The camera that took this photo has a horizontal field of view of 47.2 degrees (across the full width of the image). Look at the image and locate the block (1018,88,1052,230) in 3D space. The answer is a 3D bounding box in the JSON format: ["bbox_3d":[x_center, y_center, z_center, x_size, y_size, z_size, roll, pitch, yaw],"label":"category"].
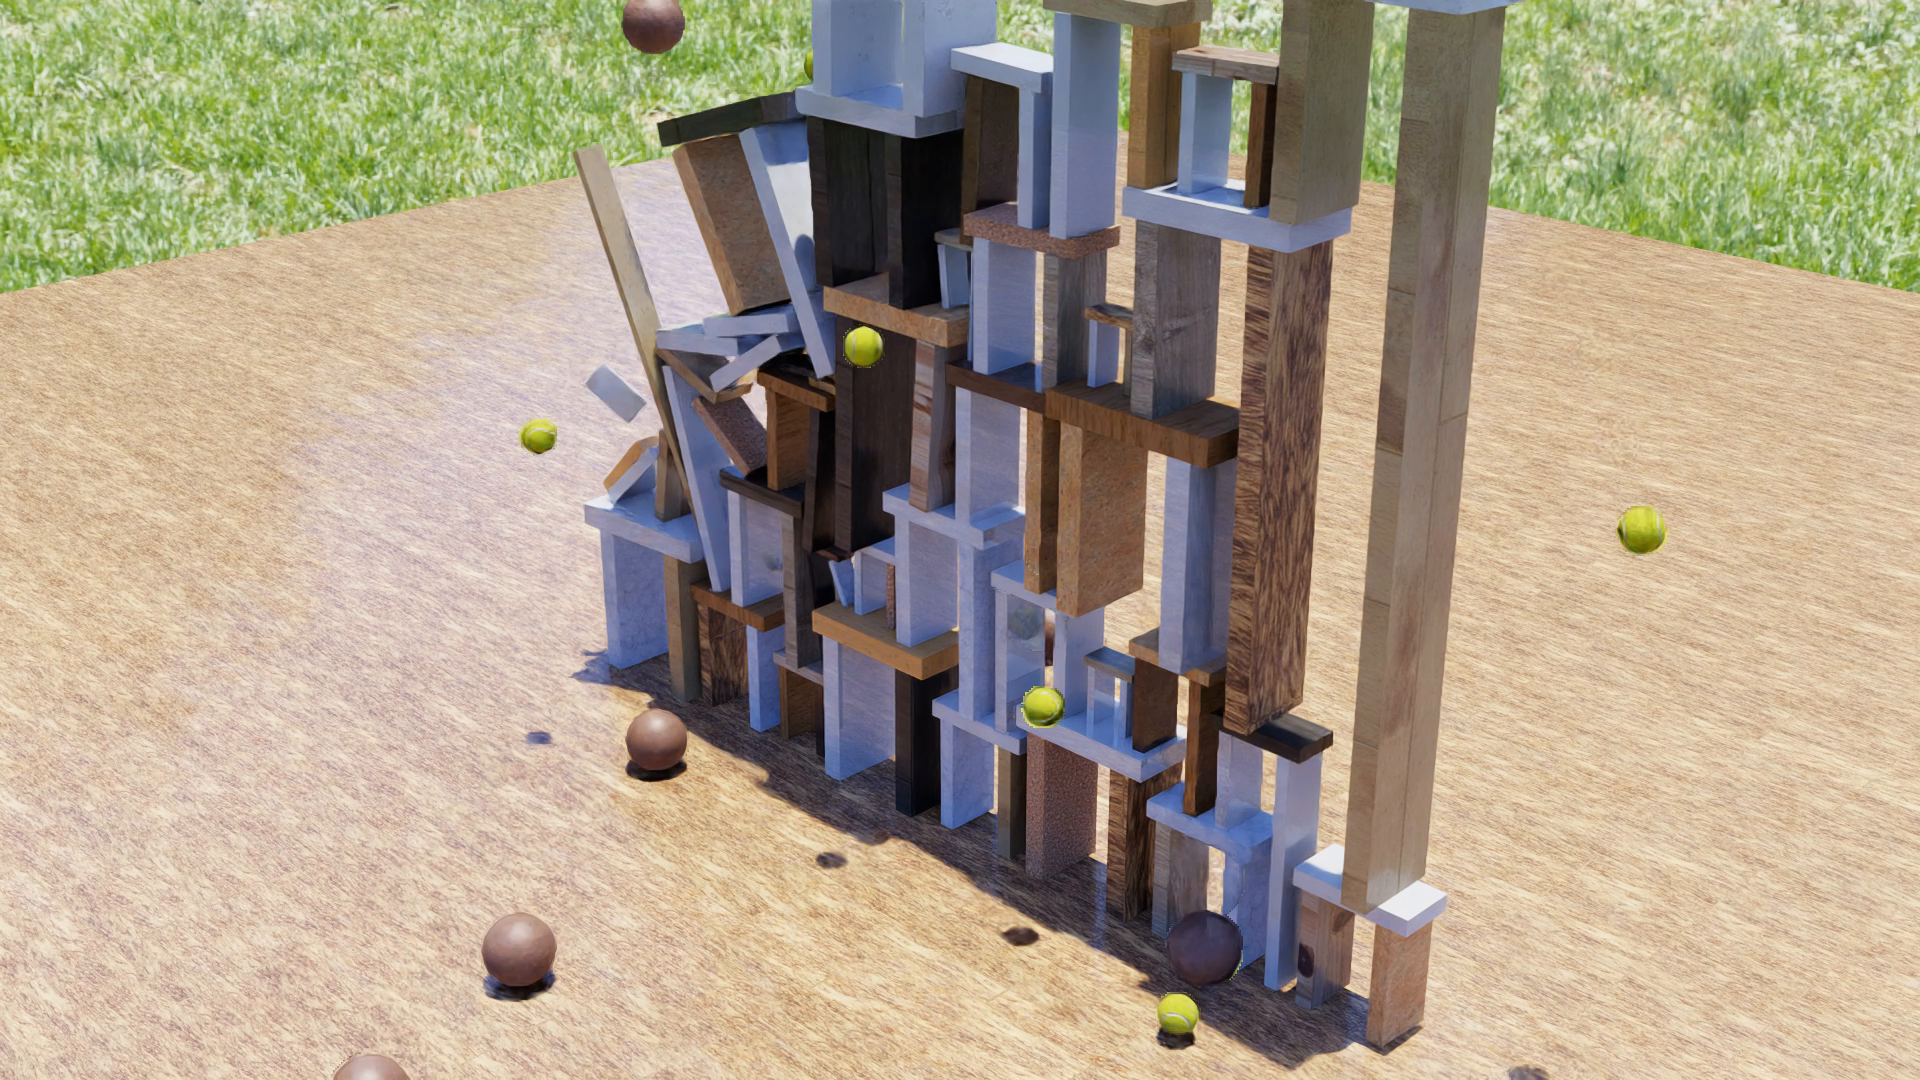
[{"bbox_3d":[0.153,-0.663,3.778,0.033,0.236,0.118,21,31,40],"label":"block"}]

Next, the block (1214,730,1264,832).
[{"bbox_3d":[0.492,0.408,3.863,0.027,0.191,0.095,20,30,41],"label":"block"}]

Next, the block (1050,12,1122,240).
[{"bbox_3d":[0.210,-0.702,3.693,0.037,0.375,0.129,20,30,39],"label":"block"}]

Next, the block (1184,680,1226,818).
[{"bbox_3d":[0.440,0.355,3.891,0.092,0.267,0.026,-21,31,-41],"label":"block"}]

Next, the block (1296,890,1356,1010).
[{"bbox_3d":[0.639,0.693,3.831,0.033,0.232,0.116,21,31,41],"label":"block"}]

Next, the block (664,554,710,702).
[{"bbox_3d":[-0.569,0.171,4.912,0.049,0.348,0.174,21,31,41],"label":"block"}]

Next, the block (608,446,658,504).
[{"bbox_3d":[-0.689,-0.156,4.892,0.109,0.031,0.219,-22,-11,-41],"label":"block"}]

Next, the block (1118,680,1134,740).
[{"bbox_3d":[0.315,0.299,4.006,0.058,0.116,0.016,-21,31,-41],"label":"block"}]

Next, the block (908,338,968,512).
[{"bbox_3d":[-0.012,-0.233,4.138,0.168,0.337,0.048,-21,36,-40],"label":"block"}]

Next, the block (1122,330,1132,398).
[{"bbox_3d":[0.307,-0.308,3.764,0.017,0.121,0.060,23,32,40],"label":"block"}]

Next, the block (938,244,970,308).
[{"bbox_3d":[-0.011,-0.486,4.022,0.017,0.117,0.058,8,19,41],"label":"block"}]

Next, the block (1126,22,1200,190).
[{"bbox_3d":[0.329,-0.708,3.557,0.037,0.258,0.129,21,31,39],"label":"block"}]

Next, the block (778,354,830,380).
[{"bbox_3d":[-0.295,-0.347,4.395,0.066,0.019,0.132,-21,26,-41],"label":"block"}]

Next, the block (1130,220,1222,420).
[{"bbox_3d":[0.361,-0.384,3.671,0.047,0.333,0.167,21,31,41],"label":"block"}]

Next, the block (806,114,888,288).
[{"bbox_3d":[-0.207,-0.655,4.168,0.045,0.320,0.160,18,29,41],"label":"block"}]

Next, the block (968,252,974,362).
[{"bbox_3d":[0.043,-0.426,3.994,0.017,0.199,0.059,20,27,39],"label":"block"}]

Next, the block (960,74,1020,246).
[{"bbox_3d":[0.057,-0.683,3.910,0.033,0.306,0.118,19,25,37],"label":"block"}]

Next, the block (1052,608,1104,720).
[{"bbox_3d":[0.220,0.217,4.077,0.030,0.211,0.105,22,31,40],"label":"block"}]

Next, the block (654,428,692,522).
[{"bbox_3d":[-0.612,-0.154,4.822,0.031,0.219,0.109,31,37,35],"label":"block"}]

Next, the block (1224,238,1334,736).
[{"bbox_3d":[0.524,-0.089,3.634,0.047,0.848,0.167,20,30,39],"label":"block"}]

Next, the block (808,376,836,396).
[{"bbox_3d":[-0.231,-0.306,4.343,0.066,0.019,0.132,-20,31,-39],"label":"block"}]

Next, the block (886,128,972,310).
[{"bbox_3d":[-0.054,-0.593,4.020,0.160,0.320,0.045,-17,28,-33],"label":"block"}]

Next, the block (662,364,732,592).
[{"bbox_3d":[-0.540,-0.143,4.746,0.029,0.501,0.102,0,16,45],"label":"block"}]

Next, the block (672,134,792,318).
[{"bbox_3d":[-0.439,-0.640,4.444,0.176,0.353,0.050,-20,-2,-39],"label":"block"}]

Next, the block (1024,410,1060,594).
[{"bbox_3d":[0.178,-0.084,3.993,0.037,0.350,0.132,21,31,40],"label":"block"}]

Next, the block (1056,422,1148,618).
[{"bbox_3d":[0.255,-0.058,3.921,0.051,0.359,0.180,22,31,40],"label":"block"}]

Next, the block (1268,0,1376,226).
[{"bbox_3d":[0.552,-0.670,3.351,0.049,0.349,0.175,20,30,38],"label":"block"}]

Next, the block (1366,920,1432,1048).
[{"bbox_3d":[0.747,0.734,3.733,0.116,0.232,0.033,-19,30,-38],"label":"block"}]

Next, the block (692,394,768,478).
[{"bbox_3d":[-0.465,-0.228,4.626,0.102,0.029,0.203,-22,68,-42],"label":"block"}]

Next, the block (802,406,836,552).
[{"bbox_3d":[-0.261,-0.134,4.450,0.108,0.319,0.031,-21,37,-40],"label":"block"}]

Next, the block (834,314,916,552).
[{"bbox_3d":[-0.165,-0.225,4.312,0.168,0.486,0.048,-22,34,-40],"label":"block"}]

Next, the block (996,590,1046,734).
[{"bbox_3d":[0.115,0.217,4.181,0.105,0.293,0.030,-21,31,-40],"label":"block"}]

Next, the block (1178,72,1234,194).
[{"bbox_3d":[0.393,-0.659,3.524,0.027,0.193,0.097,21,30,39],"label":"block"}]

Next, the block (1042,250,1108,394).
[{"bbox_3d":[0.200,-0.387,3.842,0.035,0.250,0.125,21,31,40],"label":"block"}]

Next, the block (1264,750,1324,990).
[{"bbox_3d":[0.581,0.567,3.834,0.027,0.461,0.095,21,31,41],"label":"block"}]

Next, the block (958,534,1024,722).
[{"bbox_3d":[0.060,0.157,4.225,0.136,0.369,0.039,-21,31,-40],"label":"block"}]

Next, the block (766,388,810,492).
[{"bbox_3d":[-0.345,-0.218,4.510,0.031,0.216,0.108,22,31,40],"label":"block"}]

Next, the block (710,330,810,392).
[{"bbox_3d":[-0.385,-0.372,4.477,0.135,0.038,0.269,-20,-2,-38],"label":"block"}]

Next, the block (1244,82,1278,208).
[{"bbox_3d":[0.487,-0.626,3.445,0.027,0.194,0.097,18,28,34],"label":"block"}]

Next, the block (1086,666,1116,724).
[{"bbox_3d":[0.261,0.277,4.056,0.058,0.116,0.016,-21,31,-41],"label":"block"}]

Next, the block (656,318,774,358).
[{"bbox_3d":[-0.497,-0.423,4.583,0.269,0.038,0.135,11,23,44],"label":"block"}]

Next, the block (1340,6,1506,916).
[{"bbox_3d":[0.710,-0.088,3.411,0.049,1.467,0.175,21,31,41],"label":"block"}]

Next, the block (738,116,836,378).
[{"bbox_3d":[-0.273,-0.573,4.282,0.176,0.495,0.050,-20,3,-41],"label":"block"}]

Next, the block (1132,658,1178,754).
[{"bbox_3d":[0.353,0.283,3.955,0.026,0.185,0.092,21,31,41],"label":"block"}]

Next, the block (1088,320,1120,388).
[{"bbox_3d":[0.250,-0.330,3.817,0.017,0.121,0.060,22,32,40],"label":"block"}]

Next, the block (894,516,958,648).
[{"bbox_3d":[-0.064,0.062,4.325,0.039,0.273,0.136,21,31,40],"label":"block"}]

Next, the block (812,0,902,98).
[{"bbox_3d":[-0.186,-1.000,3.990,0.051,0.360,0.180,22,32,39],"label":"block"}]

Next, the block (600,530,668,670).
[{"bbox_3d":[-0.734,0.107,5.063,0.049,0.348,0.174,21,31,41],"label":"block"}]

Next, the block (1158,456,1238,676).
[{"bbox_3d":[0.424,0.021,3.770,0.180,0.389,0.051,-21,31,-41],"label":"block"}]

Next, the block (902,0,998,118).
[{"bbox_3d":[-0.016,-0.934,3.836,0.051,0.360,0.180,23,33,39],"label":"block"}]

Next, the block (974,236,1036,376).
[{"bbox_3d":[0.081,-0.433,3.950,0.035,0.250,0.125,21,31,40],"label":"block"}]

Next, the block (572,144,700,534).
[{"bbox_3d":[-0.659,-0.421,4.689,0.019,0.854,0.066,-4,18,46],"label":"block"}]

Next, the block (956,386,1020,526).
[{"bbox_3d":[0.052,-0.172,4.091,0.132,0.265,0.037,-21,31,-40],"label":"block"}]
